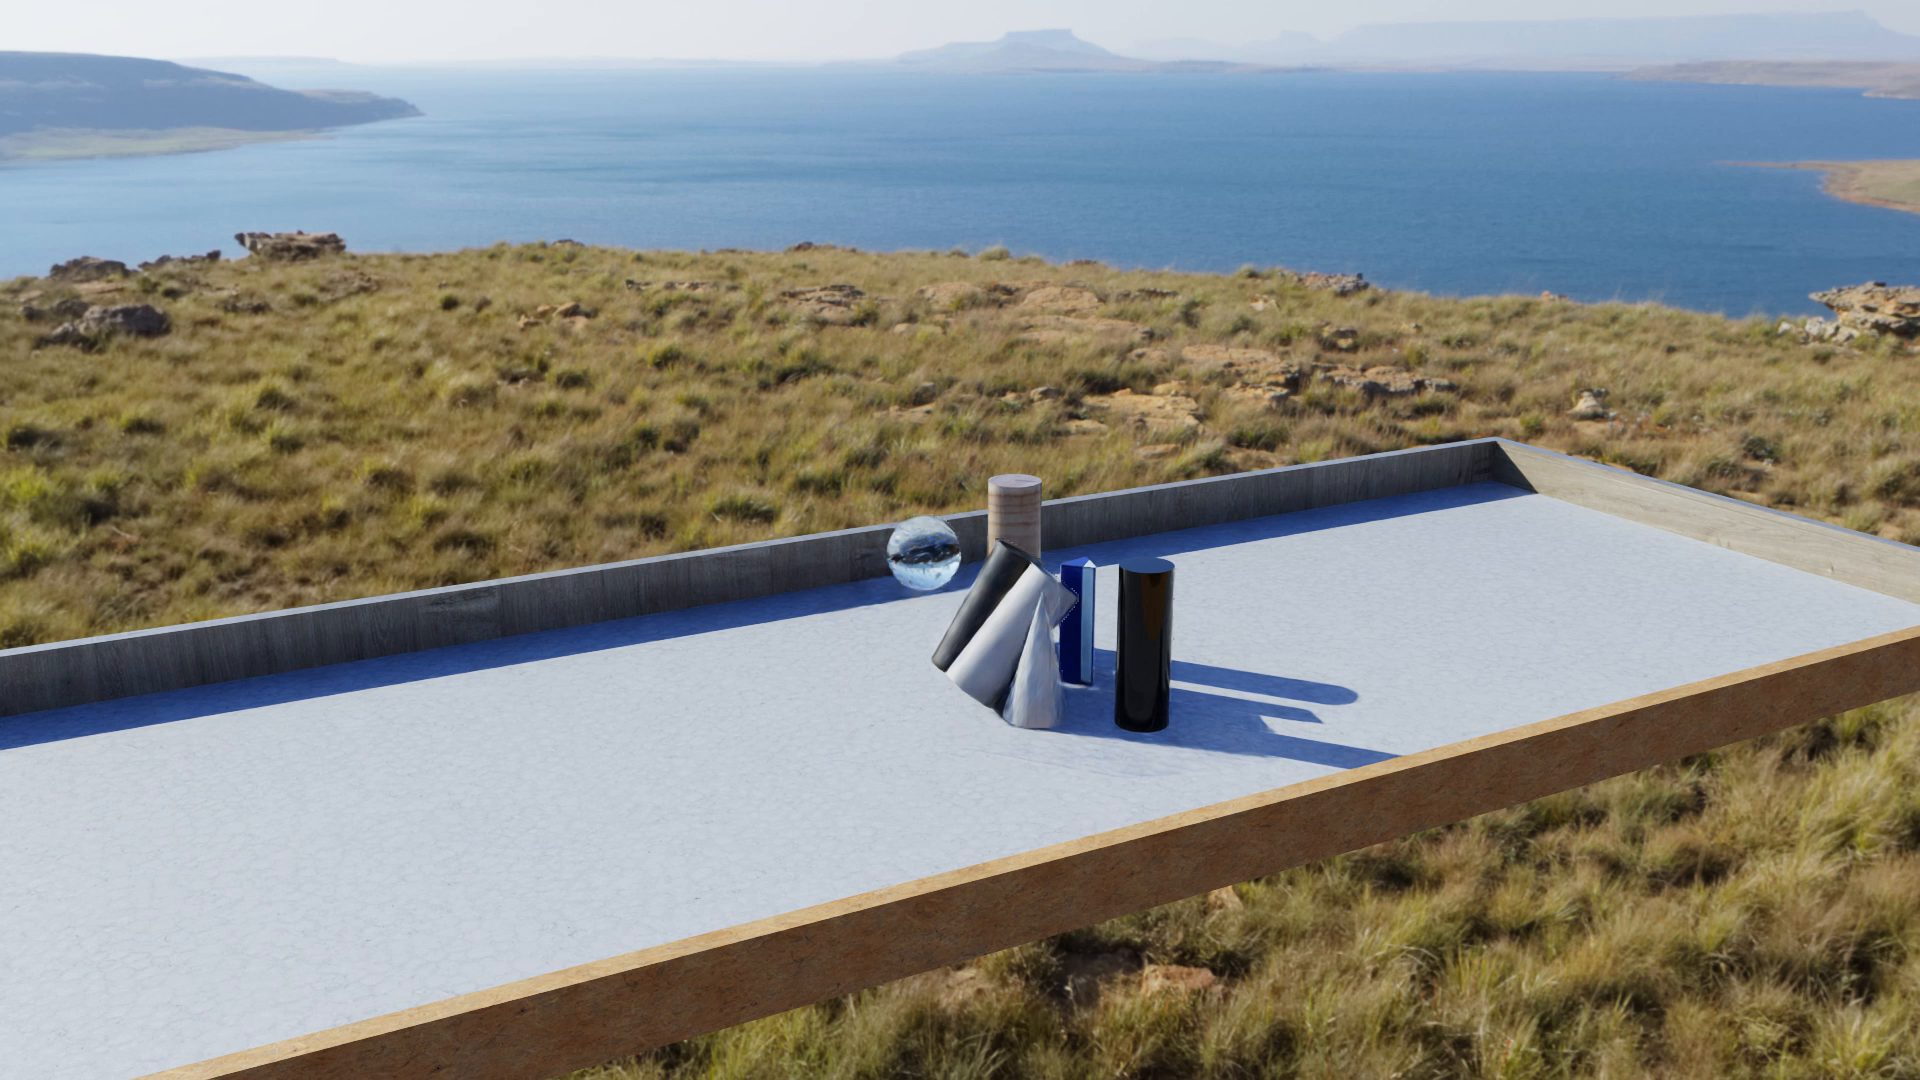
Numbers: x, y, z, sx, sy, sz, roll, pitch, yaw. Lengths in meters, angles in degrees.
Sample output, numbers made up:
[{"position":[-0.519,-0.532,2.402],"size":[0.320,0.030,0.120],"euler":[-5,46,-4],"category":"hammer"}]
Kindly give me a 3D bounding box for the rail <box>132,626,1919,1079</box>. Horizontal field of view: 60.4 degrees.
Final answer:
[{"position":[-2.336,1.006,1.665],"size":[12.000,0.150,0.050],"euler":[-9,18,-27],"category":"rail"}]

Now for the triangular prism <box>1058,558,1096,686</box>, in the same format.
[{"position":[0.301,0.201,4.122],"size":[0.089,0.310,0.077],"euler":[5,17,17],"category":"triangular prism"}]

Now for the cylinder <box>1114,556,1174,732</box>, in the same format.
[{"position":[0.429,0.243,3.838],"size":[0.128,0.388,0.128],"euler":[0,16,0],"category":"cylinder"}]

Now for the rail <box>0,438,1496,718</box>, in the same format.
[{"position":[-3.305,0.497,3.399],"size":[12.000,0.150,0.050],"euler":[-9,18,-27],"category":"rail"}]

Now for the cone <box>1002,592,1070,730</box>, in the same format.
[{"position":[0.186,0.267,3.876],"size":[0.159,0.315,0.159],"euler":[2,18,-1],"category":"cone"}]

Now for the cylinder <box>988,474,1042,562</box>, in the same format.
[{"position":[0.143,0.063,4.338],"size":[0.139,0.452,0.139],"euler":[0,16,0],"category":"cylinder"}]

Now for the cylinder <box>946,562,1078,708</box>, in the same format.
[{"position":[0.124,0.229,3.959],"size":[0.139,0.336,0.139],"euler":[38,3,-3],"category":"cylinder"}]

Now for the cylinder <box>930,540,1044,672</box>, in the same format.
[{"position":[0.067,0.181,4.098],"size":[0.130,0.343,0.130],"euler":[29,7,-4],"category":"cylinder"}]

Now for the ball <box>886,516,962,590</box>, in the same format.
[{"position":[-0.095,0.035,4.318],"size":[0.195,0.195,0.195],"euler":[0,16,0],"category":"ball"}]

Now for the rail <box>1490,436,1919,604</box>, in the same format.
[{"position":[2.466,-0.048,5.253],"size":[0.050,0.150,2.100],"euler":[-9,18,-27],"category":"rail"}]
